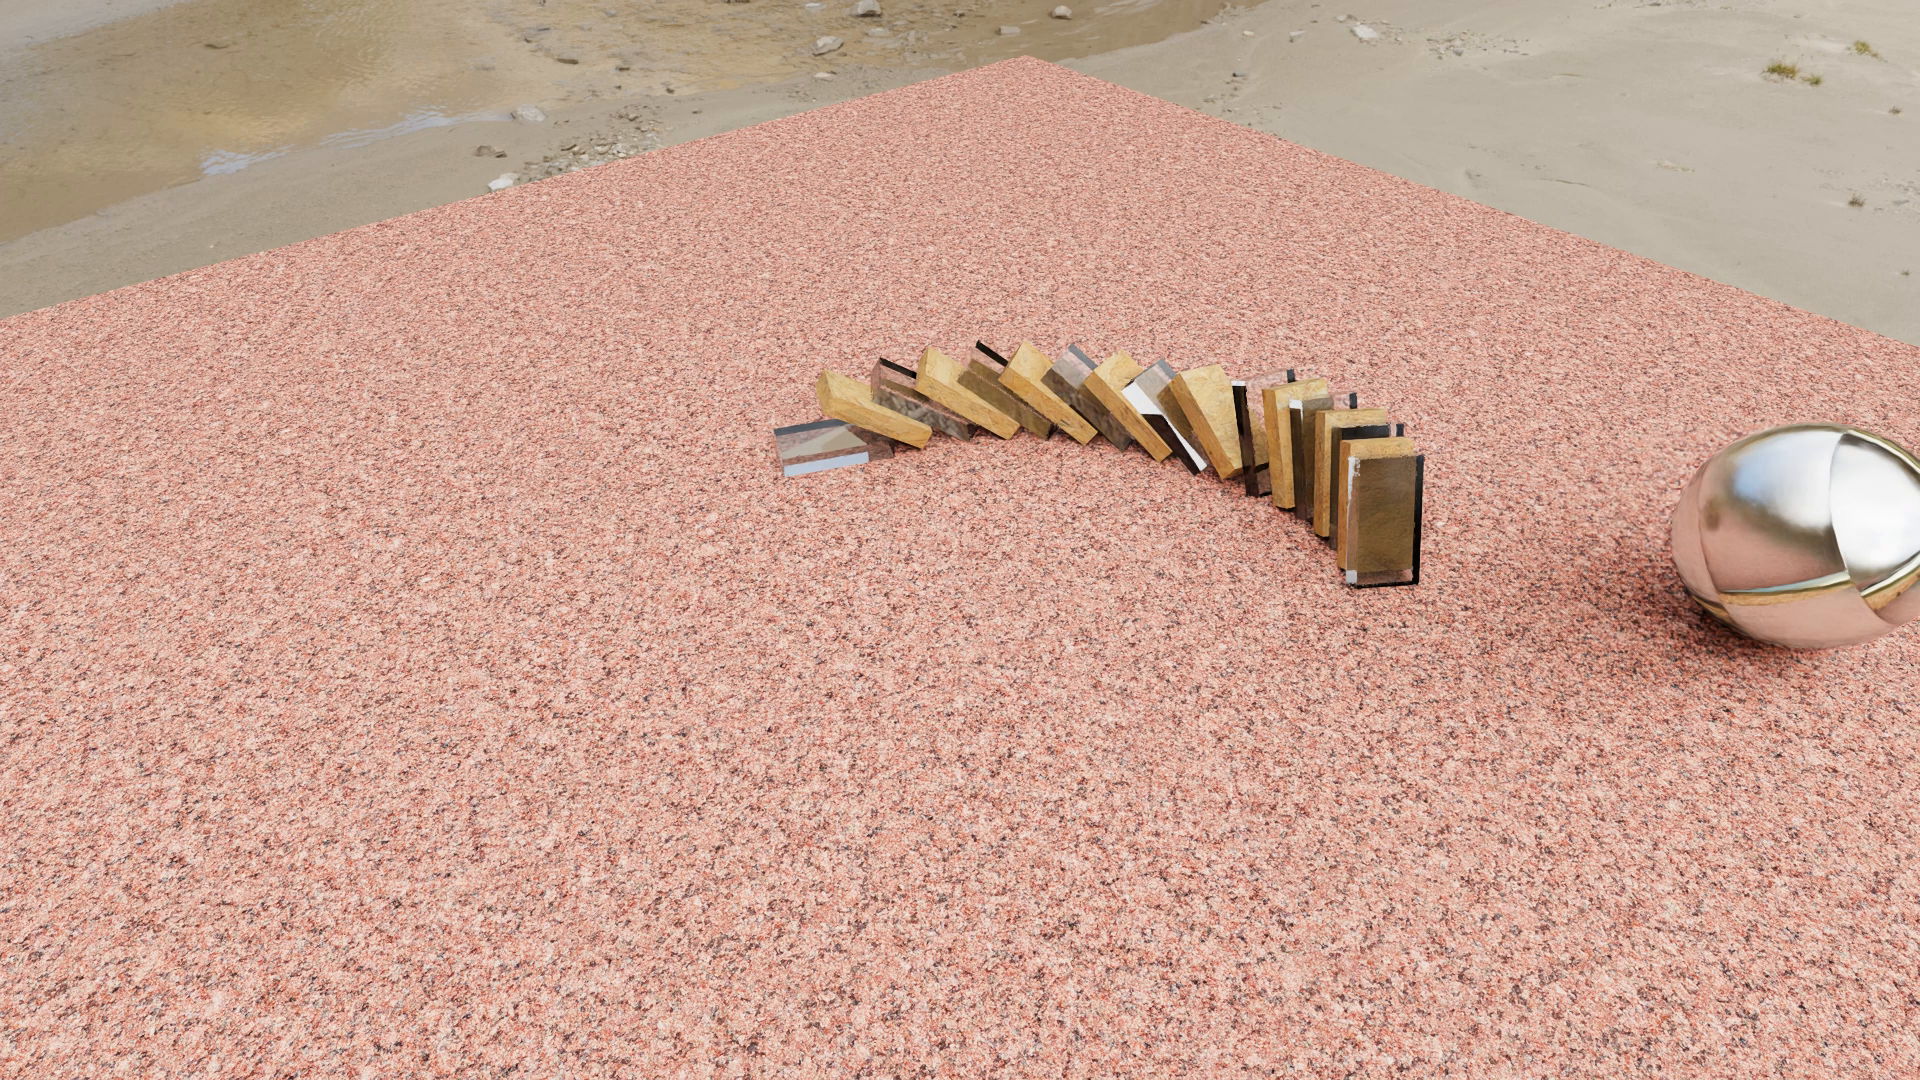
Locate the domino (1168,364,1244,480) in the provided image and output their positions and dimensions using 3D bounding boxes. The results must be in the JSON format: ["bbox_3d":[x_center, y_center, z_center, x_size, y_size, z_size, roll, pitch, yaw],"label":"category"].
[{"bbox_3d":[0.115,-0.053,0.486,0.025,0.010,0.050,-16,72,-31],"label":"domino"}]

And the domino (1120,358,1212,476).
[{"bbox_3d":[0.097,-0.055,0.491,0.025,0.009,0.050,-36,83,-37],"label":"domino"}]

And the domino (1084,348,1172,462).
[{"bbox_3d":[0.082,-0.061,0.498,0.050,0.009,0.025,47,51,3],"label":"domino"}]

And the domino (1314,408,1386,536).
[{"bbox_3d":[0.158,-0.028,0.446,0.025,0.050,0.009,-4,12,-5],"label":"domino"}]

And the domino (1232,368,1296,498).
[{"bbox_3d":[0.132,-0.046,0.468,0.025,0.050,0.009,-16,14,-18],"label":"domino"}]

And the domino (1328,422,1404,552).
[{"bbox_3d":[0.162,-0.021,0.438,0.025,0.050,0.010,-4,12,-5],"label":"domino"}]

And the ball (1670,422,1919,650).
[{"bbox_3d":[0.299,-0.001,0.390,0.080,0.080,0.080,0,39,0],"label":"ball"}]

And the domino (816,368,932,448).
[{"bbox_3d":[-0.039,-0.059,0.494,0.050,0.010,0.025,17,29,-27],"label":"domino"}]

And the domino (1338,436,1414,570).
[{"bbox_3d":[0.162,-0.014,0.430,0.025,0.050,0.009,-4,12,-5],"label":"domino"}]

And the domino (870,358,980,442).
[{"bbox_3d":[-0.016,-0.064,0.503,0.050,0.009,0.025,21,34,-22],"label":"domino"}]

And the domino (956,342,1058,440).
[{"bbox_3d":[0.024,-0.069,0.507,0.050,0.010,0.025,32,39,-12],"label":"domino"}]

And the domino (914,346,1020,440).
[{"bbox_3d":[0.004,-0.068,0.506,0.050,0.010,0.025,27,36,-18],"label":"domino"}]

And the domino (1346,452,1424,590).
[{"bbox_3d":[0.163,-0.007,0.421,0.025,0.050,0.009,-4,12,-5],"label":"domino"}]

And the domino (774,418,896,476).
[{"bbox_3d":[-0.057,-0.044,0.497,0.050,0.010,0.025,-11,41,-13],"label":"domino"}]

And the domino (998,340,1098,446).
[{"bbox_3d":[0.043,-0.068,0.506,0.050,0.010,0.025,36,42,-8],"label":"domino"}]

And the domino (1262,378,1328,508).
[{"bbox_3d":[0.143,-0.041,0.462,0.025,0.050,0.009,-14,14,-16],"label":"domino"}]

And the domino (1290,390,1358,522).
[{"bbox_3d":[0.151,-0.035,0.455,0.025,0.050,0.010,-10,13,-12],"label":"domino"}]

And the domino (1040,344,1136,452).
[{"bbox_3d":[0.063,-0.065,0.503,0.050,0.009,0.025,41,46,-3],"label":"domino"}]
